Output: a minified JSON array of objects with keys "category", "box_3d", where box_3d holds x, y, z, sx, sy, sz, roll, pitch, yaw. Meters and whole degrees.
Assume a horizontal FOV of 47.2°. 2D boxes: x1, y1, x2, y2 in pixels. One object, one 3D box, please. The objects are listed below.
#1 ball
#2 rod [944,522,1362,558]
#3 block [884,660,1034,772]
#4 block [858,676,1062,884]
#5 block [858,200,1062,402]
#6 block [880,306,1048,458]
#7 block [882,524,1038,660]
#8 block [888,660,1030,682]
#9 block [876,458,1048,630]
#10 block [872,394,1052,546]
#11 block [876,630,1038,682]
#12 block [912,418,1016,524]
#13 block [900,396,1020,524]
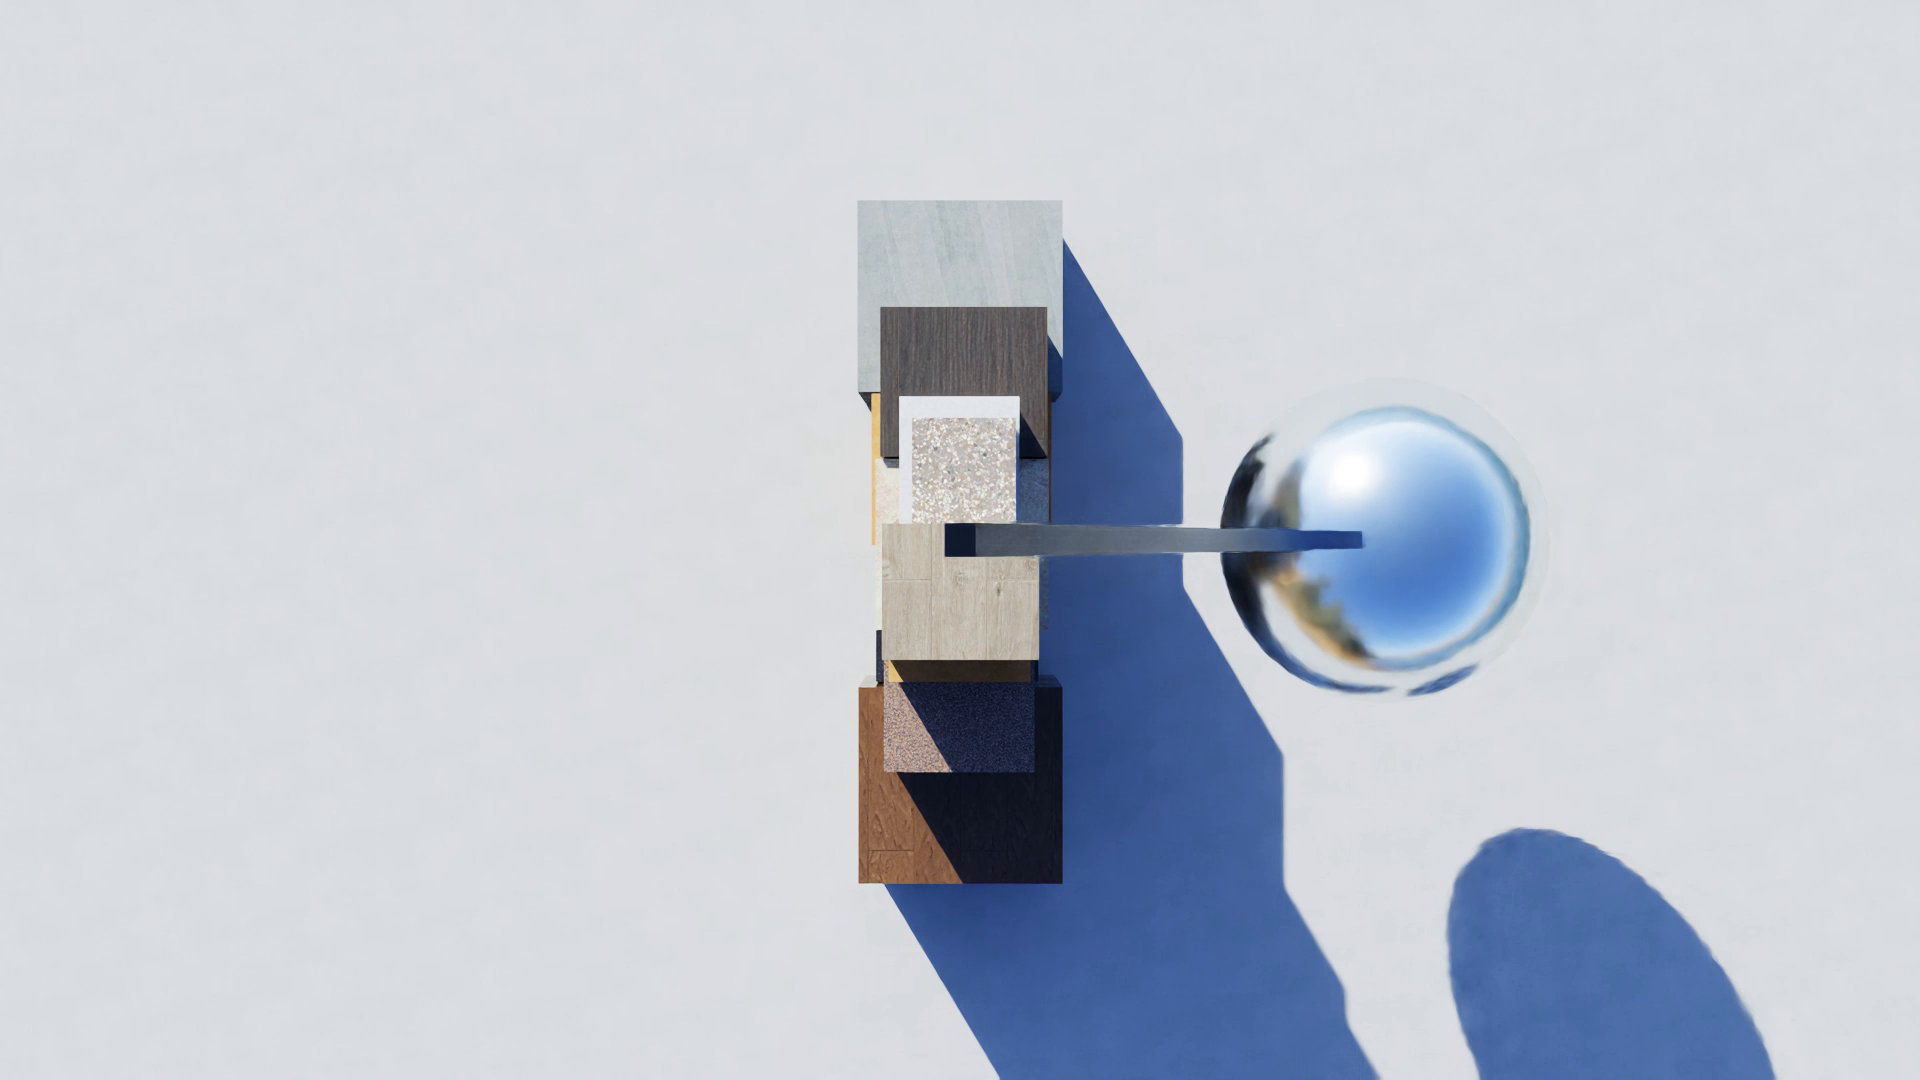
[{"category":"ball","box_3d":[2.074,0.000,10.791,1.600,1.600,1.600,0,90,0]},{"category":"rod","box_3d":[0.899,0.000,7.600,0.080,5.200,0.080,0,90,20]},{"category":"block","box_3d":[-0.004,0.828,11.585,0.770,0.708,0.722,0,90,0]},{"category":"block","box_3d":[0.003,1.333,12.469,1.110,1.061,1.067,0,90,0]},{"category":"block","box_3d":[0.000,-1.340,12.542,1.127,0.916,1.052,0,90,0]},{"category":"block","box_3d":[0.020,-0.808,11.651,0.854,0.865,0.766,0,90,0]},{"category":"block","box_3d":[0.002,0.236,10.233,0.710,0.590,0.616,0,90,0]},{"category":"block","box_3d":[-0.002,0.348,10.881,0.679,0.707,0.667,0,90,0]},{"category":"block","box_3d":[0.011,0.022,11.676,0.887,0.825,0.875,0,90,0]},{"category":"block","box_3d":[0.008,-0.387,12.544,0.986,0.912,0.834,0,90,0]},{"category":"block","box_3d":[-0.015,0.414,12.614,0.904,0.771,0.750,0,90,0]},{"category":"block","box_3d":[0.018,-0.317,10.319,0.476,0.518,0.486,0,90,0]},{"category":"block","box_3d":[-0.003,-0.339,10.898,0.577,0.641,0.702,0,90,0]}]
